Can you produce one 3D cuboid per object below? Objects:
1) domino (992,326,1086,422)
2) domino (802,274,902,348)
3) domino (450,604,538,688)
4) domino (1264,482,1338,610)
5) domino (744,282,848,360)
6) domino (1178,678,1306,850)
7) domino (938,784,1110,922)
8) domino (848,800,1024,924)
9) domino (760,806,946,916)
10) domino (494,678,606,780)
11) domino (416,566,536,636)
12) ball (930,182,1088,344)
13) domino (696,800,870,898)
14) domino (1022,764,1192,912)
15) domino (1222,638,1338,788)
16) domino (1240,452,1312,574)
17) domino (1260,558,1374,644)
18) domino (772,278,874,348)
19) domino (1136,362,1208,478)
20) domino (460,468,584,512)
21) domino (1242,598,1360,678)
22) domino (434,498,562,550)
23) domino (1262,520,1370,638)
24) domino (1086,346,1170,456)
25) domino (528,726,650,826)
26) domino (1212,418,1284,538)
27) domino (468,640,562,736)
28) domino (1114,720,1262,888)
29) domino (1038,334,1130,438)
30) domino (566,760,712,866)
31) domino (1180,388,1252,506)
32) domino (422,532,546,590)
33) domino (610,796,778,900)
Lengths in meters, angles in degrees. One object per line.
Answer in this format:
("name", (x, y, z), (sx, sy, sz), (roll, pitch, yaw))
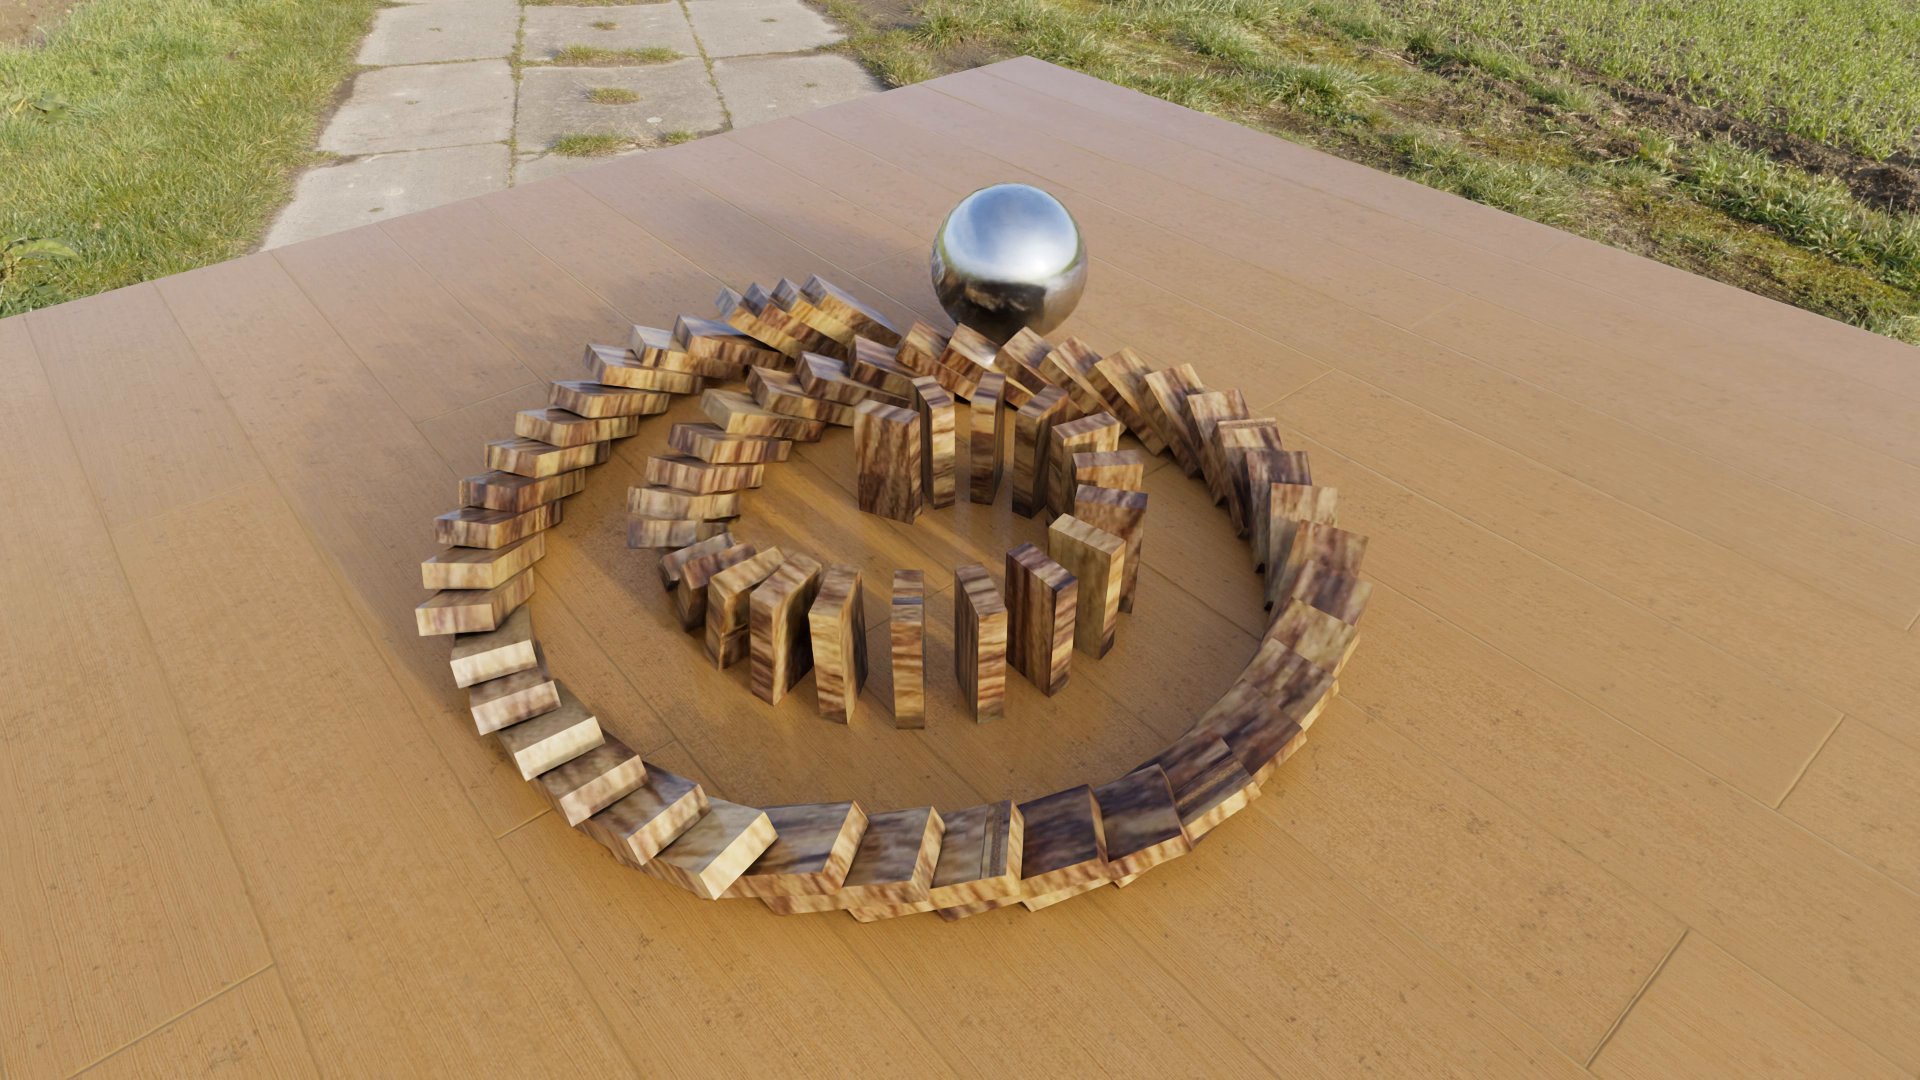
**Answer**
("domino", (0.043, -0.078, 0.523), (0.050, 0.009, 0.025), (39, 48, 5))
("domino", (-0.055, -0.116, 0.561), (0.050, 0.010, 0.025), (24, 21, -41))
("domino", (-0.162, 0.036, 0.383), (0.025, 0.010, 0.050), (-16, 16, -18))
("domino", (0.131, 0.003, 0.423), (0.025, 0.009, 0.050), (6, 66, 7))
("domino", (-0.083, -0.110, 0.554), (0.050, 0.010, 0.025), (23, 21, -41))
("domino", (0.080, 0.069, 0.342), (0.050, 0.009, 0.025), (-41, 50, -7))
("domino", (0.017, 0.090, 0.317), (0.050, 0.009, 0.025), (-21, 37, 15))
("domino", (-0.007, 0.092, 0.315), (0.050, 0.010, 0.025), (-17, 35, 20))
("domino", (-0.031, 0.092, 0.315), (0.050, 0.010, 0.025), (-14, 34, 25))
("domino", (-0.134, 0.060, 0.354), (0.025, 0.009, 0.050), (-25, 20, -27))
("domino", (-0.175, 0.022, 0.401), (0.025, 0.009, 0.050), (-4, 14, -5))
("ball", (0.025, -0.140, 0.558), (0.080, 0.080, 0.080), (0, 39, 0))
("domino", (-0.053, 0.090, 0.318), (0.050, 0.009, 0.025), (-12, 33, 28))
("domino", (0.040, 0.087, 0.321), (0.050, 0.010, 0.025), (-24, 39, 11))
("domino", (0.096, 0.058, 0.356), (0.050, 0.010, 0.025), (-47, 54, -11))
("domino", (0.129, -0.012, 0.441), (0.025, 0.009, 0.050), (0, 65, 0))
("domino", (0.123, 0.033, 0.386), (0.025, 0.009, 0.050), (25, 71, 26))
("domino", (-0.069, -0.113, 0.557), (0.050, 0.010, 0.025), (24, 21, -41))
("domino", (0.102, -0.054, 0.492), (0.025, 0.009, 0.050), (-18, 69, -21))
("domino", (-0.180, -0.023, 0.455), (0.025, 0.010, 0.050), (8, 15, 10))
("domino", (0.110, 0.046, 0.371), (0.025, 0.010, 0.050), (29, 73, 30))
("domino", (-0.182, -0.008, 0.437), (0.025, 0.010, 0.050), (6, 14, 8))
("domino", (0.130, 0.019, 0.403), (0.025, 0.010, 0.050), (17, 69, 19))
("domino", (0.084, -0.064, 0.505), (0.025, 0.010, 0.050), (-30, 74, -31))
("domino", (-0.118, 0.070, 0.341), (0.025, 0.009, 0.050), (-29, 22, -30))
("domino", (0.124, -0.026, 0.459), (0.025, 0.010, 0.050), (-5, 65, -6))
("domino", (-0.150, 0.048, 0.368), (0.025, 0.009, 0.050), (-19, 18, -21))
("domino", (0.062, 0.079, 0.330), (0.050, 0.010, 0.025), (-34, 44, 1))
("domino", (0.063, -0.072, 0.514), (0.050, 0.010, 0.025), (43, 51, 7))
("domino", (-0.099, 0.079, 0.330), (0.050, 0.010, 0.025), (4, 32, 47))
("domino", (0.116, -0.040, 0.476), (0.025, 0.009, 0.050), (-9, 66, -11))
("domino", (-0.180, 0.007, 0.418), (0.025, 0.009, 0.050), (0, 14, 0))
("domino", (-0.079, 0.087, 0.321), (0.050, 0.010, 0.025), (0, 31, 43))
